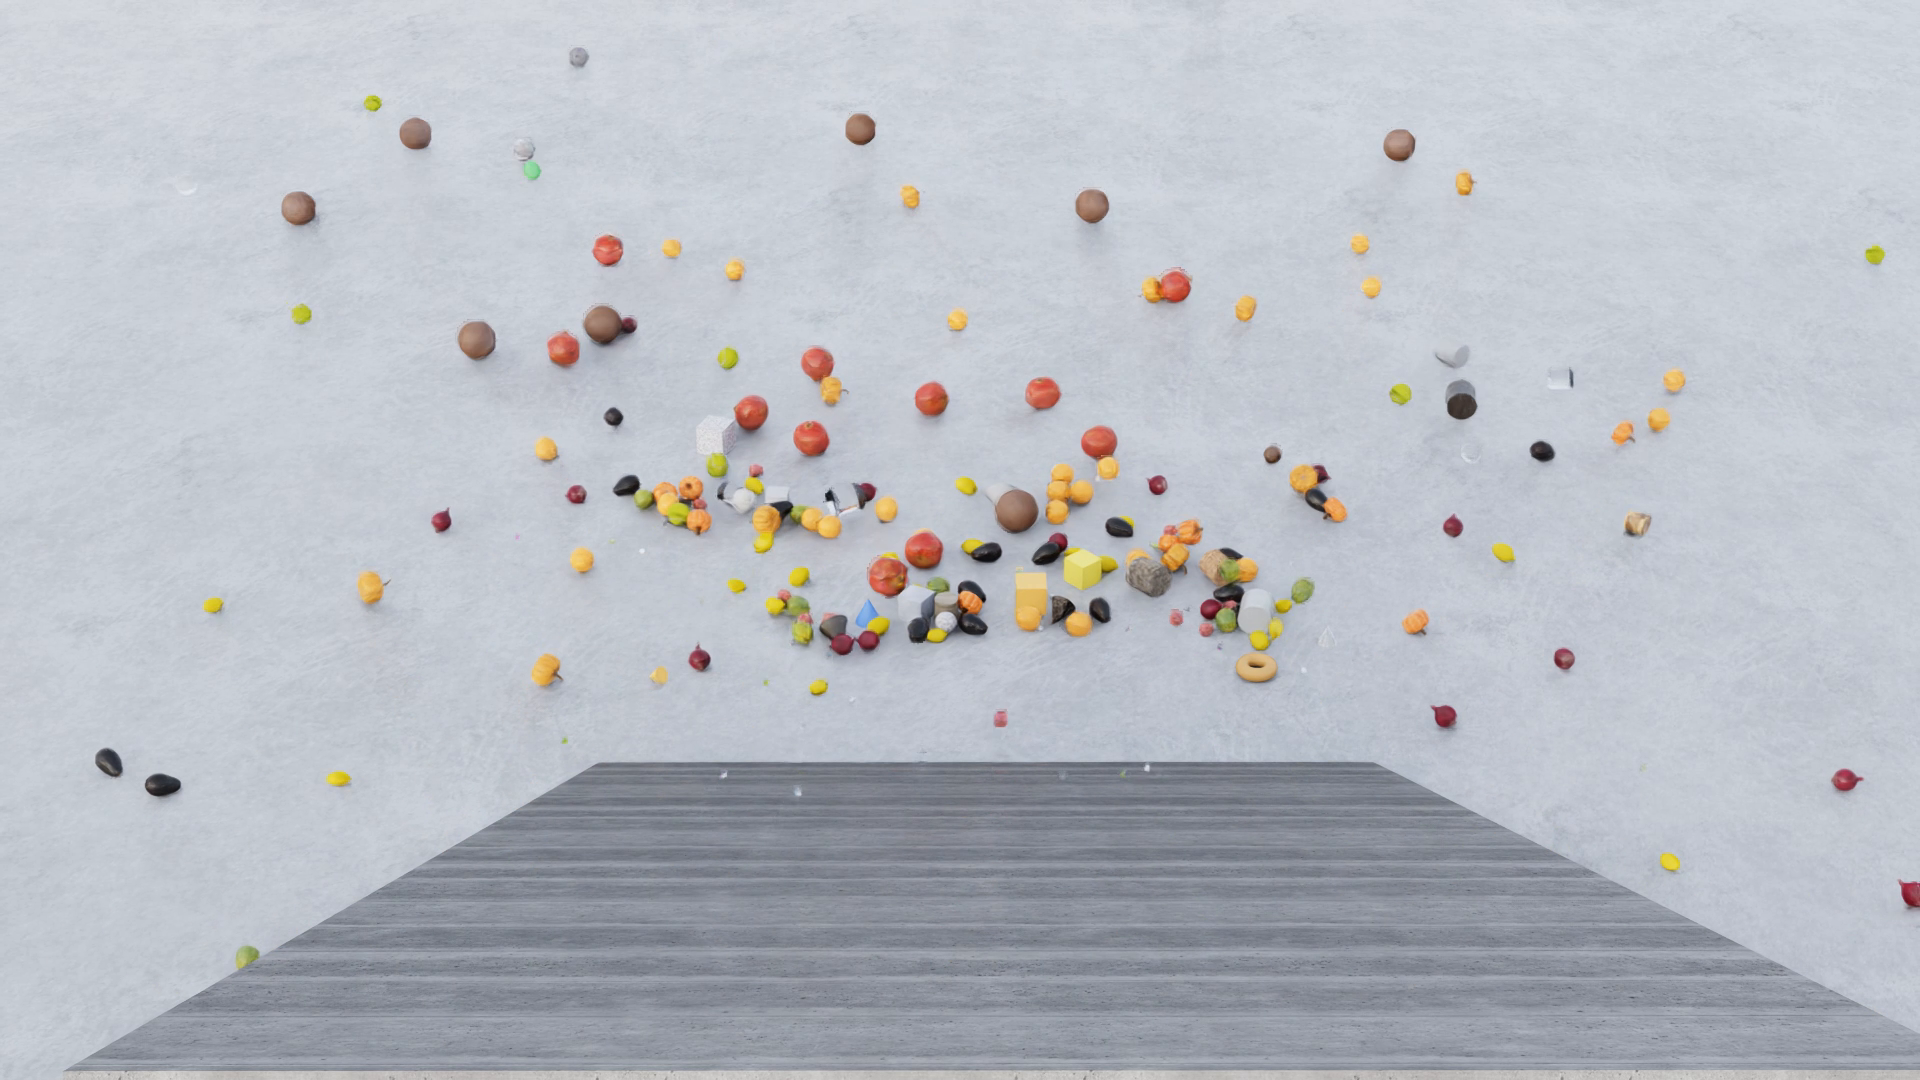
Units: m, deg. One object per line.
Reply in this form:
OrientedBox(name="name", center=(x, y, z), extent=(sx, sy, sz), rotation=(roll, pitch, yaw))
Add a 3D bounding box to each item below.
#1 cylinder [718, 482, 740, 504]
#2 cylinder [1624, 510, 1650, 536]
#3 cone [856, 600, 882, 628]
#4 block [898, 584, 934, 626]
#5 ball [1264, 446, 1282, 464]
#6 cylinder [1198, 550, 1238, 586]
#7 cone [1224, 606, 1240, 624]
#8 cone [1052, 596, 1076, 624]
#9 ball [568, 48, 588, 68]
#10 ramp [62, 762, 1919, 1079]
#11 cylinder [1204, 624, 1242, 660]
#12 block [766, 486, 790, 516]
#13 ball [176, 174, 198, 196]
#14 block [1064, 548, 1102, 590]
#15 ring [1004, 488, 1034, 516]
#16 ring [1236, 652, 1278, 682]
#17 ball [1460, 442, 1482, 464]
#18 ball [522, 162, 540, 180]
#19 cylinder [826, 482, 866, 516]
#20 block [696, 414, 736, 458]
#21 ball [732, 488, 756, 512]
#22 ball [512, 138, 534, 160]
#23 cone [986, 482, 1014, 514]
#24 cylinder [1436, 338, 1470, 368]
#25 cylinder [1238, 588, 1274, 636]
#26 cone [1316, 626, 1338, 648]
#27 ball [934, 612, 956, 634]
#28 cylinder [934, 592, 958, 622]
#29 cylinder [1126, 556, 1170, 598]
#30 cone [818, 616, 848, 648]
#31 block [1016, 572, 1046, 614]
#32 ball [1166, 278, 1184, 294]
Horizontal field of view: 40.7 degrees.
OrientedBox(name="cylinder", center=(-0.707, -0.143, 7.989), extent=(0.060, 0.060, 0.060), rotation=(21, 37, 30))
OrientedBox(name="cylinder", center=(2.048, -0.052, 7.833), extent=(0.063, 0.063, 0.063), rotation=(18, 36, 28))
OrientedBox(name="cone", center=(-0.262, 0.199, 7.399), extent=(0.077, 0.077, 0.077), rotation=(0, 31, 0))
OrientedBox(name="block", center=(-0.125, 0.187, 7.421), extent=(0.077, 0.077, 0.077), rotation=(17, 35, 26))
OrientedBox(name="ball", center=(0.990, -0.271, 8.205), extent=(0.056, 0.056, 0.056), rotation=(0, 31, 0))
OrientedBox(name="cylinder", center=(0.758, 0.082, 7.591), extent=(0.082, 0.082, 0.082), rotation=(-18, 24, -28))
OrientedBox(name="cone", center=(0.794, 0.225, 7.409), extent=(0.053, 0.053, 0.053), rotation=(-16, 61, -24))
OrientedBox(name="cone", center=(0.281, 0.213, 7.419), extent=(0.076, 0.076, 0.076), rotation=(17, 61, 26))
OrientedBox(name="ball", center=(-1.652, -2.091, 11.215), extent=(0.087, 0.087, 0.087), rotation=(0, 31, 0))
OrientedBox(name="ramp", center=(0.069, 0.612, 4.683), extent=(2.000, 0.100, 4.000), rotation=(0, 0, 0))
OrientedBox(name="cylinder", center=(0.736, 0.304, 7.280), extent=(0.096, 0.096, 0.096), rotation=(4, 34, -3))
OrientedBox(name="block", center=(-0.560, -0.120, 7.943), extent=(0.066, 0.066, 0.066), rotation=(2, 31, 3))
OrientedBox(name="ball", center=(-2.994, -1.375, 10.023), extent=(0.084, 0.084, 0.084), rotation=(0, 31, 0))
OrientedBox(name="block", center=(0.360, 0.087, 7.588), extent=(0.077, 0.077, 0.077), rotation=(-25, 39, -35))
OrientedBox(name="ring", center=(0.180, -0.114, 7.931), extent=(0.094, 0.031, 0.094), rotation=(7, 67, -16))
OrientedBox(name="ring", center=(0.822, 0.353, 7.181), extent=(0.117, 0.039, 0.117), rotation=(-1, 31, 1))
OrientedBox(name="ball", center=(1.621, -0.276, 8.205), extent=(0.066, 0.066, 0.066), rotation=(0, 31, 0))
OrientedBox(name="ball", center=(-1.681, -1.449, 10.160), extent=(0.070, 0.070, 0.070), rotation=(0, 31, 0))
OrientedBox(name="cylinder", center=(-0.351, -0.124, 7.930), extent=(0.088, 0.088, 0.088), rotation=(-17, 35, -30))
OrientedBox(name="block", center=(-0.779, -0.331, 8.270), extent=(0.093, 0.093, 0.093), rotation=(11, 33, 18))
OrientedBox(name="ball", center=(-0.662, -0.120, 7.936), extent=(0.075, 0.075, 0.075), rotation=(0, 31, 0))
OrientedBox(name="ball", center=(-1.740, -1.556, 10.320), extent=(0.089, 0.089, 0.089), rotation=(0, 31, 0))
OrientedBox(name="cone", center=(0.129, -0.112, 7.954), extent=(0.092, 0.092, 0.092), rotation=(-5, 58, -8))
OrientedBox(name="cylinder", center=(1.673, -0.635, 8.788), extent=(0.082, 0.082, 0.082), rotation=(-21, 37, -30))
OrientedBox(name="cylinder", center=(0.844, 0.205, 7.372), extent=(0.097, 0.097, 0.097), rotation=(6, 31, 10))
OrientedBox(name="cone", center=(1.038, 0.264, 7.310), extent=(0.057, 0.057, 0.057), rotation=(0, 31, 0))
OrientedBox(name="ball", center=(-0.040, 0.234, 7.355), extent=(0.063, 0.063, 0.063), rotation=(0, 31, 0))
OrientedBox(name="cylinder", center=(-0.039, 0.196, 7.413), extent=(0.069, 0.069, 0.069), rotation=(0, 31, 0))
OrientedBox(name="cylinder", center=(0.548, 0.108, 7.537), extent=(0.093, 0.093, 0.093), rotation=(-25, 39, -35))
OrientedBox(name="cone", center=(-0.344, 0.272, 7.315), extent=(0.086, 0.086, 0.086), rotation=(-13, 61, -21))
OrientedBox(name="block", center=(0.205, 0.155, 7.464), extent=(0.087, 0.087, 0.087), rotation=(0, 31, -1))
OrientedBox(name="ball", center=(0.768, -0.910, 9.266), extent=(0.062, 0.062, 0.062), rotation=(0, 31, 0))
